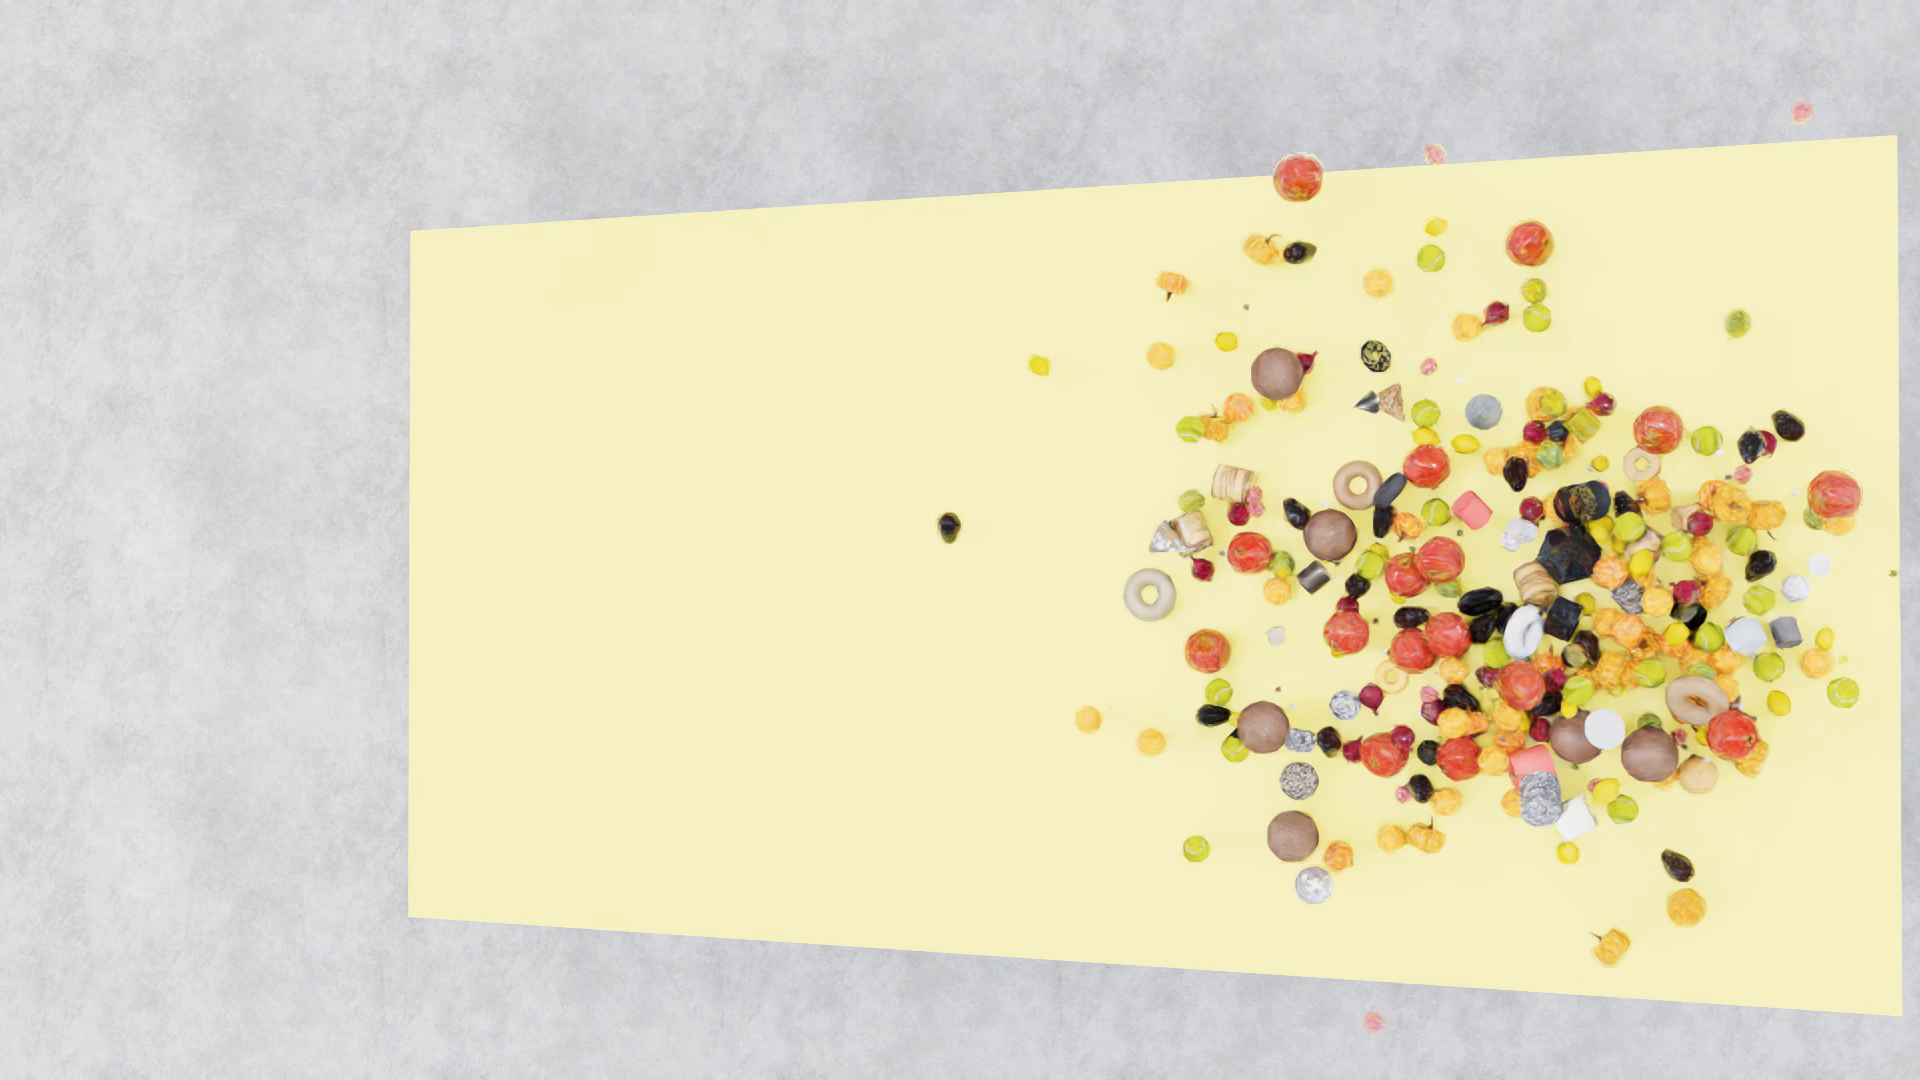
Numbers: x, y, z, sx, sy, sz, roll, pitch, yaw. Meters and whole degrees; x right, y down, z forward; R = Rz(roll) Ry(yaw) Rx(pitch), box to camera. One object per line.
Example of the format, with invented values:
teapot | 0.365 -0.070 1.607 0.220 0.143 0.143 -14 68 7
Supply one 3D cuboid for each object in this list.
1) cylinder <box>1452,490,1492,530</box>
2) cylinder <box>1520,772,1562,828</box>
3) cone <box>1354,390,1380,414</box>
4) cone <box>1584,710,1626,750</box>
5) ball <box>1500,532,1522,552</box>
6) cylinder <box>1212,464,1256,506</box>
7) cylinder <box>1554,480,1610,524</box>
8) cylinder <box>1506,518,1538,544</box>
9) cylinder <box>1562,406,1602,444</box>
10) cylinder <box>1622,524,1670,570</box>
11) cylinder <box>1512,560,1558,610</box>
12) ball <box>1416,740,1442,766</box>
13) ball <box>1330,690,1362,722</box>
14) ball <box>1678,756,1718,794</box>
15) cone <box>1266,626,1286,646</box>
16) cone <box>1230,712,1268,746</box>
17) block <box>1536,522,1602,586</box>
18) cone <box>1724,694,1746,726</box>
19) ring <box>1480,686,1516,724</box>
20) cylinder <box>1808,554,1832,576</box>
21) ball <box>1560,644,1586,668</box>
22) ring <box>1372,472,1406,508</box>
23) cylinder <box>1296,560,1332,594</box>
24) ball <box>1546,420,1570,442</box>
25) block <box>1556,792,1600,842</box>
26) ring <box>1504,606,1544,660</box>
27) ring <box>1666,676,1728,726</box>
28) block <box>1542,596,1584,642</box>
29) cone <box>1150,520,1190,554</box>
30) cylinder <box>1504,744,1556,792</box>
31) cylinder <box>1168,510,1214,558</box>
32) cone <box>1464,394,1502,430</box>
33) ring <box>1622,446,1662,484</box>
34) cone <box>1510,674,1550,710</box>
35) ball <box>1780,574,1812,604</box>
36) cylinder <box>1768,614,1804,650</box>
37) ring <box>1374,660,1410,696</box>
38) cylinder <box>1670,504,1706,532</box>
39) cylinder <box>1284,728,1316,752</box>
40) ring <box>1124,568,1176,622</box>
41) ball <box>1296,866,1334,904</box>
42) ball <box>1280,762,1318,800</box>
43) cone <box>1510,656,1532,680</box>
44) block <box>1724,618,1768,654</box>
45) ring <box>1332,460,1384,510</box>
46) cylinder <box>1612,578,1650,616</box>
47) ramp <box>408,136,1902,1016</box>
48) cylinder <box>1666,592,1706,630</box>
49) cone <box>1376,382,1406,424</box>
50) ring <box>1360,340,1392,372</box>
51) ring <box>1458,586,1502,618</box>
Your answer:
cylinder | 1.231 -0.071 5.285 0.068 0.068 0.068 40 89 -18
cylinder | 1.355 0.605 5.135 0.092 0.092 0.092 6 131 7
cone | 0.957 -0.322 5.230 0.057 0.057 0.057 -13 89 -23
cone | 1.494 0.427 5.045 0.093 0.093 0.093 4 97 33
ball | 1.322 0.002 5.274 0.052 0.052 0.052 0 89 0
cylinder | 0.685 -0.139 5.499 0.088 0.088 0.088 13 89 20
cylinder | 1.458 -0.088 5.156 0.092 0.092 0.092 2 84 -21
cylinder | 1.335 -0.023 5.223 0.052 0.052 0.052 17 89 -25
cylinder | 1.453 -0.269 5.135 0.064 0.064 0.064 43 89 1
cylinder | 1.606 0.014 5.148 0.079 0.079 0.079 29 105 0
cylinder | 1.366 0.107 5.223 0.083 0.083 0.083 -18 54 0
ball | 1.139 0.516 5.332 0.062 0.062 0.062 0 89 0
ball | 0.946 0.406 5.399 0.076 0.076 0.076 0 89 0
ball | 1.709 0.545 5.093 0.091 0.091 0.091 0 89 0
cone | 0.774 0.235 5.470 0.053 0.053 0.053 -12 71 37
cone | 0.702 0.477 5.441 0.088 0.088 0.088 -10 89 -25
block | 1.432 0.033 5.169 0.093 0.093 0.093 46 54 -19
cone | 1.801 0.407 5.097 0.072 0.072 0.072 -43 103 -1
ring | 1.292 0.396 5.281 0.030 0.091 0.091 -3 89 -44
cylinder | 1.967 0.057 5.029 0.051 0.051 0.051 0 89 21
ball | 1.441 0.273 5.167 0.060 0.060 0.060 0 89 0
ring | 1.042 -0.119 5.335 0.035 0.104 0.104 39 89 -3
cylinder | 0.876 0.093 5.437 0.063 0.063 0.063 -40 89 16
ball | 1.411 -0.256 5.184 0.054 0.054 0.054 0 89 0
block | 1.453 0.657 5.200 0.082 0.082 0.082 -30 79 18
ring | 1.332 0.218 5.191 0.045 0.134 0.134 23 89 42
ring | 1.676 0.366 5.003 0.143 0.143 0.048 35 52 0
block | 1.419 0.186 5.172 0.066 0.066 0.066 24 53 20
cone | 0.532 0.011 5.469 0.091 0.091 0.091 26 89 19
cylinder | 1.354 0.540 5.220 0.092 0.092 0.092 -17 89 1
cylinder | 0.579 -0.015 5.535 0.094 0.094 0.094 -24 81 0
cone | 1.249 -0.300 5.256 0.088 0.088 0.088 4 102 16
ring | 1.606 -0.177 5.181 0.089 0.030 0.089 -1 88 20
cone | 1.373 0.359 5.258 0.084 0.084 0.084 -5 89 -6
ball | 1.916 0.111 5.039 0.066 0.066 0.066 0 89 0
cylinder | 1.893 0.212 5.040 0.059 0.059 0.059 -13 60 0
ring | 1.057 0.335 5.382 0.088 0.029 0.088 -1 87 26
cylinder | 1.693 -0.053 5.114 0.058 0.058 0.058 -10 89 -11
cylinder | 0.839 0.494 5.423 0.055 0.055 0.055 10 89 -35
ring | 0.483 0.140 5.595 0.140 0.047 0.140 0 90 22
ball | 0.835 0.814 5.182 0.089 0.089 0.089 0 89 0
ball | 0.837 0.594 5.428 0.095 0.095 0.095 0 89 0
cone | 1.352 0.299 5.261 0.059 0.059 0.059 22 86 0
block | 1.787 0.218 5.003 0.058 0.058 0.058 4 54 -30
ring | 0.980 -0.134 5.412 0.127 0.042 0.127 -1 88 20
cylinder | 1.559 0.132 5.111 0.064 0.064 0.064 39 89 -21
ramp | 0.282 0.088 5.750 4.000 0.100 2.000 0 89 21
cylinder | 1.688 0.165 5.111 0.066 0.066 0.066 -7 118 -13
cone | 1.063 -0.321 5.377 0.089 0.089 0.089 -37 99 0
ring | 1.017 -0.449 5.377 0.086 0.029 0.086 11 66 -26
ring | 1.239 0.146 5.238 0.109 0.109 0.036 -17 57 0
